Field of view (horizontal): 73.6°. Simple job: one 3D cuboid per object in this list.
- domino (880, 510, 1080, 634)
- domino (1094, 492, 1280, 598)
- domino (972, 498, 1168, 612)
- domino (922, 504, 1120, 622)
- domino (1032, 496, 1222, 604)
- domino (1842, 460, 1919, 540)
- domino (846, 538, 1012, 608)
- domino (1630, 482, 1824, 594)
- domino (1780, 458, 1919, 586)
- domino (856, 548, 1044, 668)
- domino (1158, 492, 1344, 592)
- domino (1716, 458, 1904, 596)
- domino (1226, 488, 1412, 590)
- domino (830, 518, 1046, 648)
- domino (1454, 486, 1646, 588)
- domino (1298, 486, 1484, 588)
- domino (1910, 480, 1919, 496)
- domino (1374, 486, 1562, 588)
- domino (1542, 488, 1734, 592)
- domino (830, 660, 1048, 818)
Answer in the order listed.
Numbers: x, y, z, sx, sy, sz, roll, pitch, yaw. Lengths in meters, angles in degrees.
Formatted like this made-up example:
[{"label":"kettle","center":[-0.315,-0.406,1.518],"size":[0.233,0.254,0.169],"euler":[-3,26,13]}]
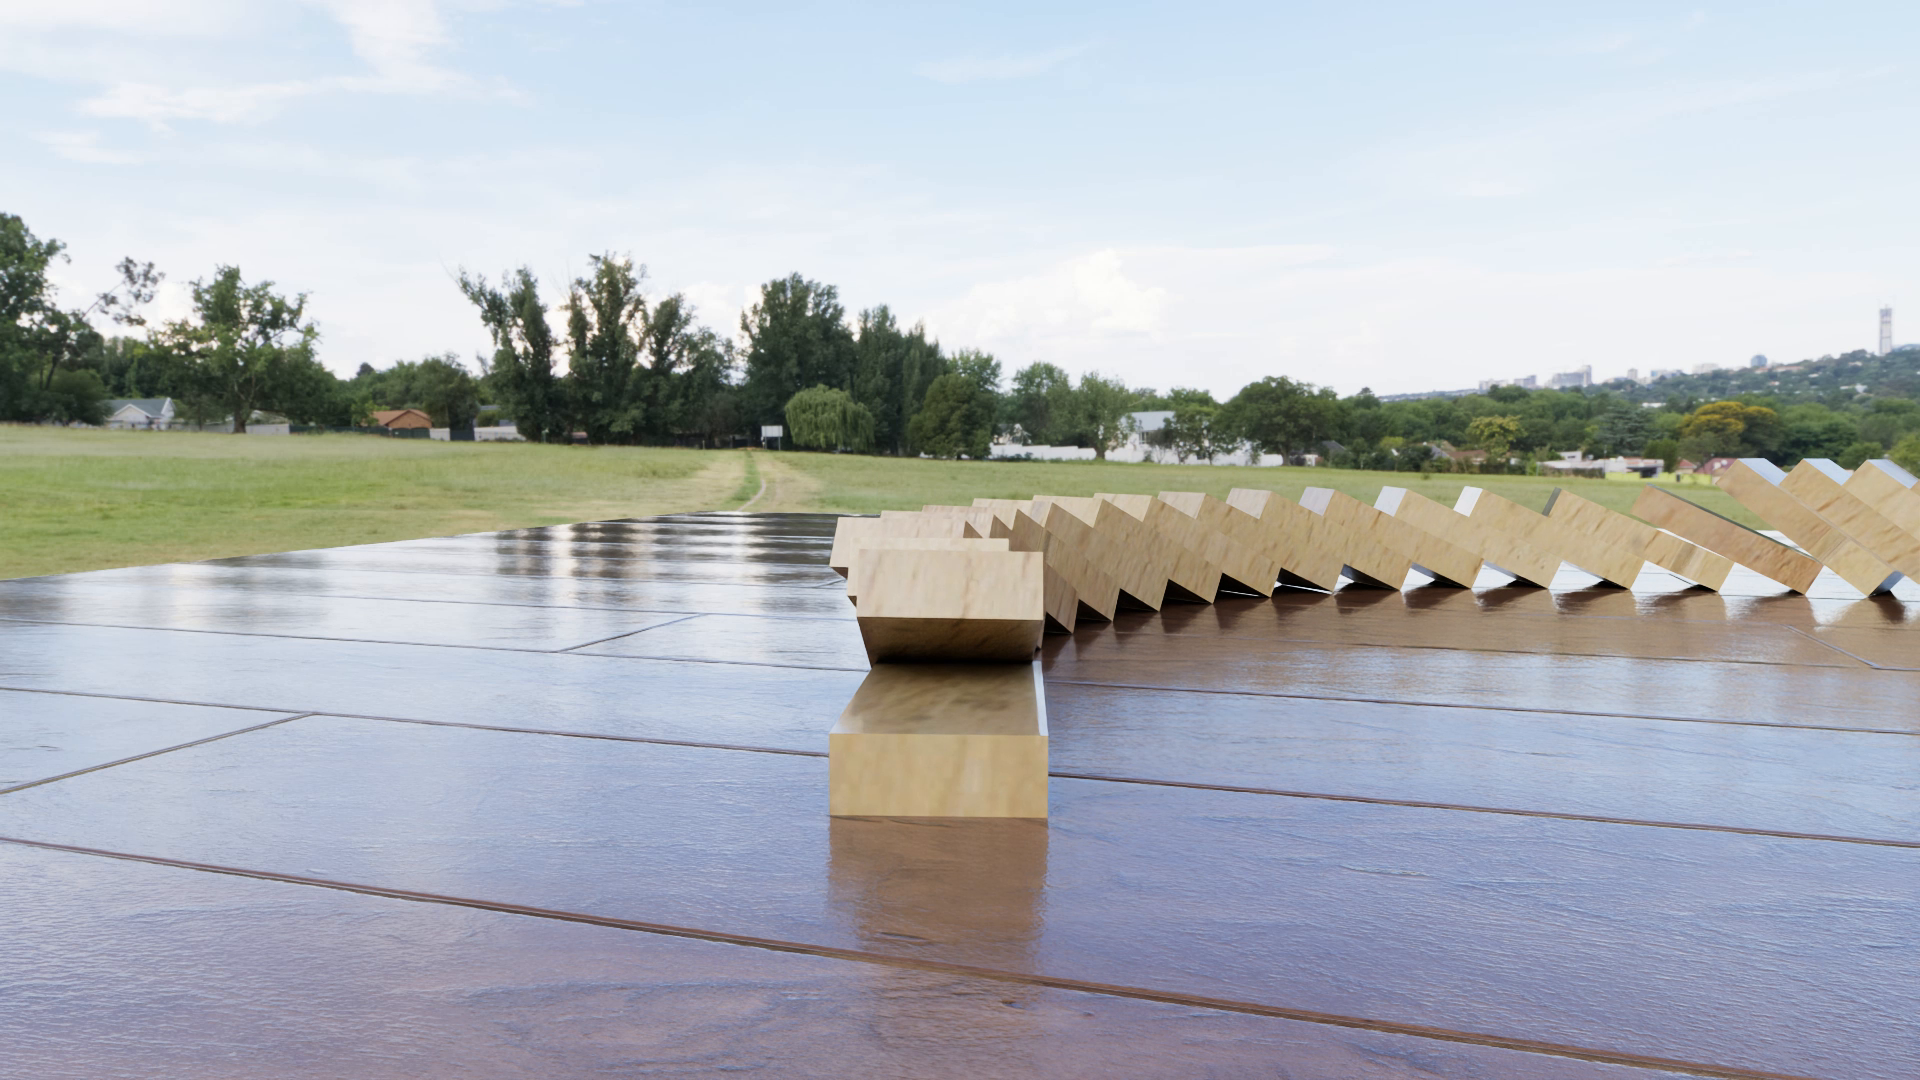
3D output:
[{"label":"domino","center":[0.005,0.008,0.274],"size":[0.025,0.010,0.050],"euler":[2,-19,27]},{"label":"domino","center":[0.062,0.001,0.354],"size":[0.050,0.010,0.025],"euler":[25,-9,-29]},{"label":"domino","center":[0.027,0.004,0.319],"size":[0.025,0.009,0.050],"euler":[4,-18,45]},{"label":"domino","center":[0.014,0.006,0.297],"size":[0.025,0.010,0.050],"euler":[3,-19,36]},{"label":"domino","center":[0.043,0.003,0.337],"size":[0.050,0.010,0.025],"euler":[27,-14,-37]},{"label":"domino","center":[0.274,-0.003,0.356],"size":[0.025,0.010,0.050],"euler":[-4,43,-42]},{"label":"domino","center":[-0.002,0.012,0.223],"size":[0.025,0.010,0.050],"euler":[1,-18,7]},{"label":"domino","center":[0.227,-0.001,0.382],"size":[0.050,0.010,0.025],"euler":[31,18,24]},{"label":"domino","center":[0.264,-0.004,0.368],"size":[0.025,0.009,0.050],"euler":[-3,43,-42]},{"label":"domino","center":[-0.001,0.014,0.197],"size":[0.025,0.009,0.050],"euler":[1,-18,0]},{"label":"domino","center":[0.082,0.000,0.369],"size":[0.050,0.009,0.025],"euler":[24,-5,-20]},{"label":"domino","center":[0.251,-0.005,0.377],"size":[0.025,0.010,0.050],"euler":[-4,43,-42]},{"label":"domino","center":[0.105,0.000,0.379],"size":[0.050,0.009,0.025],"euler":[24,-2,-14]},{"label":"domino","center":[-0.003,0.009,0.250],"size":[0.025,0.009,0.050],"euler":[1,-20,22]},{"label":"domino","center":[0.178,-0.001,0.390],"size":[0.050,0.010,0.025],"euler":[25,8,7]},{"label":"domino","center":[0.129,-0.001,0.387],"size":[0.050,0.009,0.025],"euler":[24,2,-5]},{"label":"domino","center":[0.284,-0.002,0.343],"size":[0.025,0.009,0.050],"euler":[-4,43,-42]},{"label":"domino","center":[0.153,-0.001,0.390],"size":[0.050,0.009,0.025],"euler":[25,5,1]},{"label":"domino","center":[0.203,-0.001,0.388],"size":[0.050,0.010,0.025],"euler":[27,13,17]},{"label":"domino","center":[-0.001,0.025,0.171],"size":[0.025,0.009,0.050],"euler":[0,4,3]}]
